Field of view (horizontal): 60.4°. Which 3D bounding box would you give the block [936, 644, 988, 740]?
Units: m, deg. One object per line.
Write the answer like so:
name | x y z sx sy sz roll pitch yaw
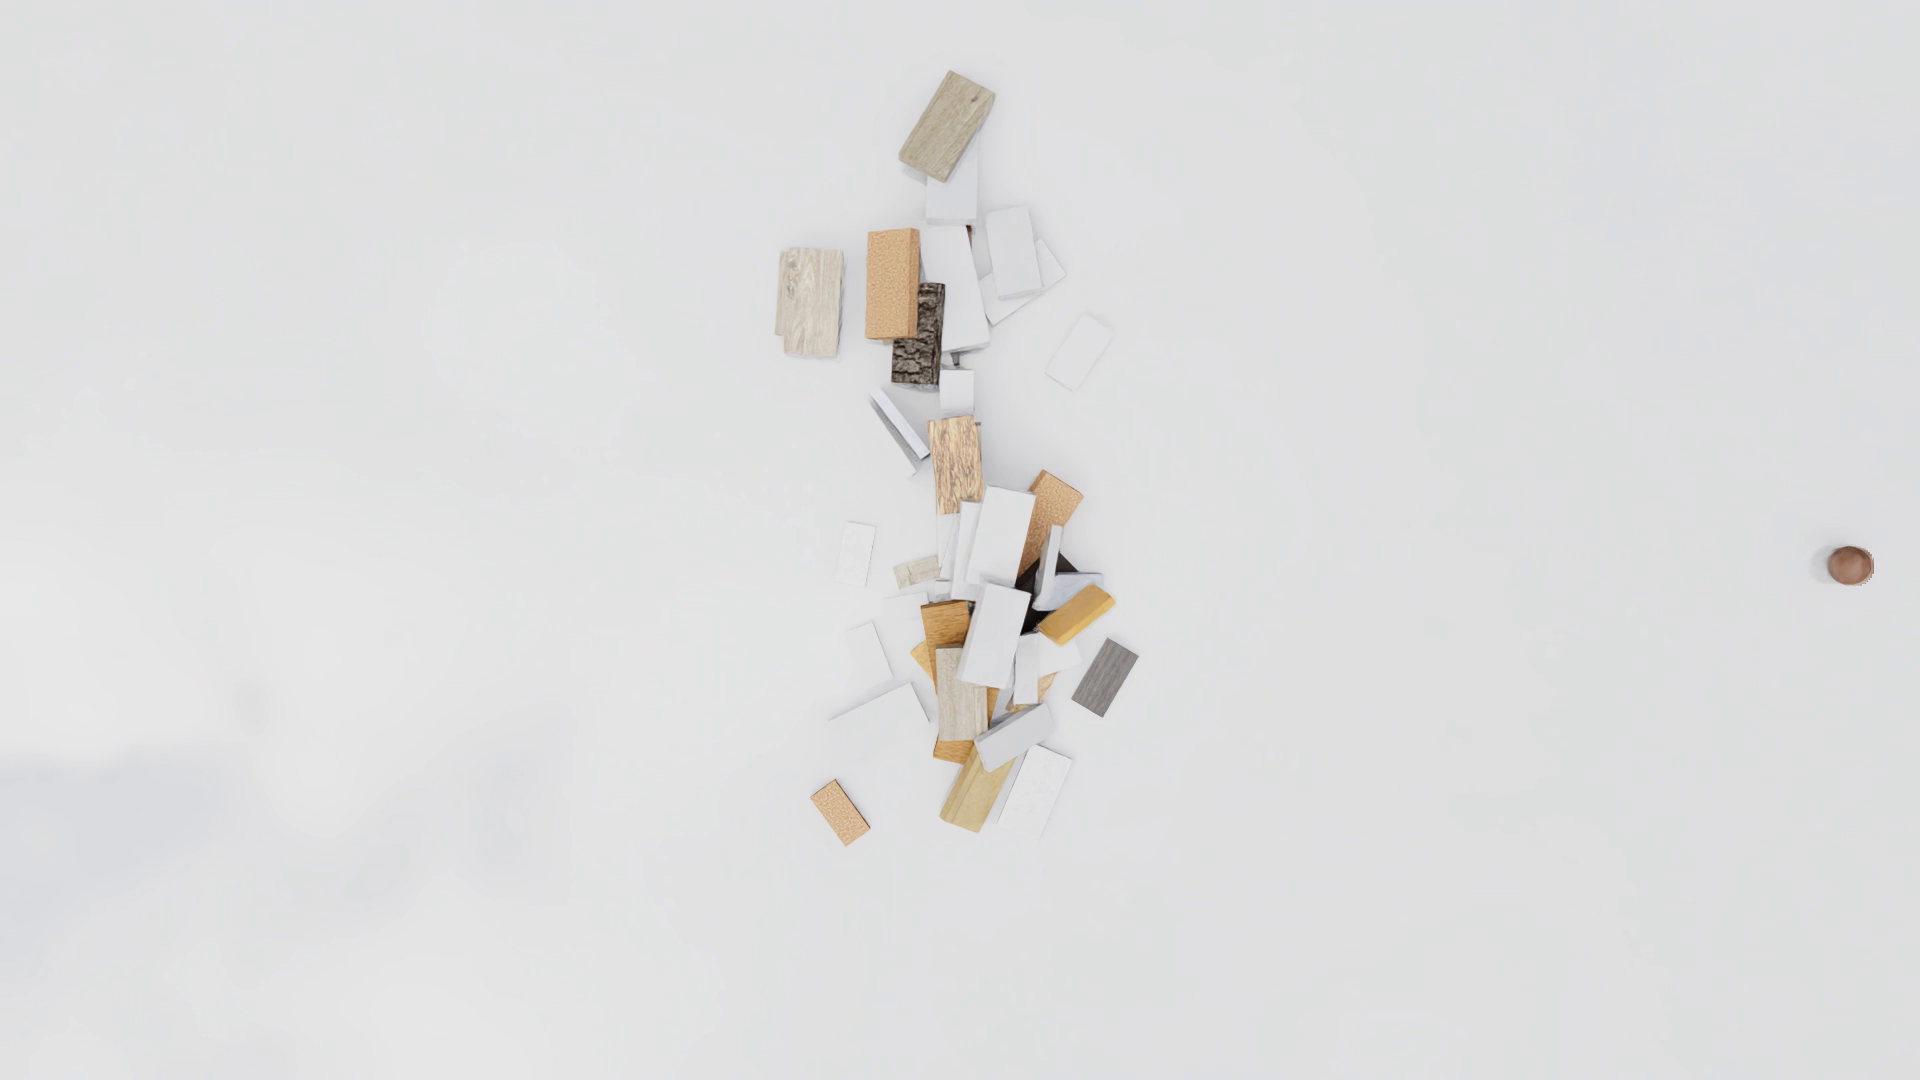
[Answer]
block | 0.007 0.495 5.365 0.158 0.045 0.317 -2 105 0

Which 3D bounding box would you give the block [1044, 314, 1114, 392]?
block | 0.395 -0.622 5.483 0.118 0.034 0.237 34 90 0

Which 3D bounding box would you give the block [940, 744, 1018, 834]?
block | 0.062 0.809 5.441 0.147 0.042 0.294 26 91 -32

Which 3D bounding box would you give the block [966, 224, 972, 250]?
block | -0.016 -0.990 5.484 0.110 0.031 0.220 0 90 0

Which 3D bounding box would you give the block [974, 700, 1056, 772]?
block | 0.181 0.643 5.414 0.270 0.034 0.119 -29 115 -21

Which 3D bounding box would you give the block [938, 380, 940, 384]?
block | -0.010 -0.446 5.448 0.108 0.031 0.216 -4 110 0

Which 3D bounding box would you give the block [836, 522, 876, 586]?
block | -0.347 0.047 5.486 0.101 0.029 0.202 10 90 0

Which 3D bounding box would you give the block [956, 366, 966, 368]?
block | -0.011 -0.521 5.492 0.058 0.016 0.115 3 90 0

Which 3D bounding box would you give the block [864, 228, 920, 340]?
block | -0.222 -0.835 5.388 0.175 0.049 0.349 2 90 35

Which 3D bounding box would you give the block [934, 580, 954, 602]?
block | -0.048 0.205 5.443 0.072 0.020 0.143 2 102 0

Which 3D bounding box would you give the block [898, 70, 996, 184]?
block | -0.042 -1.360 5.426 0.175 0.049 0.349 28 76 5

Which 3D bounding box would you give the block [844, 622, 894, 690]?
block | -0.303 0.384 5.486 0.101 0.029 0.202 -20 90 0

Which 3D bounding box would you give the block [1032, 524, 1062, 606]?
block | 0.281 0.082 5.296 0.034 0.118 0.237 13 68 -6

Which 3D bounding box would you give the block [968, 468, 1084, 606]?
block | 0.202 0.017 5.412 0.158 0.045 0.496 31 98 -21

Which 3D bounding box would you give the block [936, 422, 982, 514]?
block | -0.005 -0.235 5.421 0.153 0.043 0.306 -1 113 0

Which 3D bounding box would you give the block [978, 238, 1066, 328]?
block | 0.189 -0.854 5.479 0.294 0.042 0.147 -35 90 0

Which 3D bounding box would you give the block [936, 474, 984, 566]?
block | 0.003 -0.065 5.432 0.153 0.043 0.306 -1 108 0

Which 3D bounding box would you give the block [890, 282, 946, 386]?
block | -0.138 -0.675 5.391 0.163 0.046 0.327 7 95 35

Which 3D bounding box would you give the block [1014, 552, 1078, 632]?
block | 0.245 0.182 5.437 0.317 0.045 0.158 -46 124 0

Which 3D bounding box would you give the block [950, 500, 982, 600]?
block | 0.066 0.036 5.342 0.161 0.046 0.321 5 102 -8

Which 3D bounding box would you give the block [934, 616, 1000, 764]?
block | 0.046 0.500 5.412 0.152 0.043 0.494 14 104 -4

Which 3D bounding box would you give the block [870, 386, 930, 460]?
block | -0.197 -0.383 5.431 0.039 0.138 0.276 -38 90 0

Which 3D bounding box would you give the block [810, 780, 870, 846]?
block | -0.398 0.908 5.486 0.101 0.029 0.202 -36 90 0

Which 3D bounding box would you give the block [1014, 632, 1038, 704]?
block | 0.215 0.421 5.403 0.075 0.021 0.241 -2 106 -8

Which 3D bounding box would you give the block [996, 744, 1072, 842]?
block | 0.247 0.836 5.479 0.147 0.042 0.294 23 90 0

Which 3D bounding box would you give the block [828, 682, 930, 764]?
block | -0.270 0.605 5.479 0.303 0.043 0.152 -26 90 0

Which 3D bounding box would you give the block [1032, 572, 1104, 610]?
block | 0.356 0.169 5.423 0.239 0.034 0.119 0 102 -26

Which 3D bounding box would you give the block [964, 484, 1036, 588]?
block | 0.126 -0.008 5.292 0.161 0.046 0.321 11 101 -9

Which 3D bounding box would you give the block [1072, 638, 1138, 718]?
block | 0.482 0.457 5.483 0.119 0.034 0.238 31 90 0

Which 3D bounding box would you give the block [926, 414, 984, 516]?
block | -0.010 -0.244 5.335 0.153 0.043 0.306 -8 99 1

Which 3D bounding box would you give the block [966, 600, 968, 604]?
block | -0.005 0.160 5.490 0.072 0.020 0.143 2 90 0

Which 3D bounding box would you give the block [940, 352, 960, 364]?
block | -0.051 -0.694 5.453 0.110 0.031 0.220 3 90 0

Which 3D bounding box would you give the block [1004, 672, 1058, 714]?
block | 0.239 0.496 5.486 0.099 0.028 0.199 27 90 0

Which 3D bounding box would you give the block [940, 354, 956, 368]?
block | -0.043 -0.561 5.436 0.058 0.016 0.115 -19 104 6

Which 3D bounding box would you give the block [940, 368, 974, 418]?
block | -0.010 -0.449 5.387 0.108 0.031 0.216 0 104 0

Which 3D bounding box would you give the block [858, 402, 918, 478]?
block | -0.237 -0.326 5.431 0.039 0.138 0.276 -35 90 0

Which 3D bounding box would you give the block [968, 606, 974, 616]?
block | 0.037 0.311 5.467 0.084 0.024 0.167 16 94 -23

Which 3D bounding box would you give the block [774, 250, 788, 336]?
block | -0.536 -0.815 5.480 0.138 0.039 0.276 4 90 0

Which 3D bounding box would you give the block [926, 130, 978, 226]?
block | -0.025 -1.198 5.433 0.163 0.046 0.327 2 74 0

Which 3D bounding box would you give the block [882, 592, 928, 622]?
block | -0.178 0.222 5.489 0.149 0.021 0.075 -11 90 0

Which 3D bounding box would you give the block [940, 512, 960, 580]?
block | 0.008 0.024 5.423 0.099 0.028 0.227 14 108 -5

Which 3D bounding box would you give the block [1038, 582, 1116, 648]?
block | 0.379 0.242 5.362 0.237 0.118 0.034 -37 127 -13

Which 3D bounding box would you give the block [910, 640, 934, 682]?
block | -0.082 0.413 5.488 0.084 0.024 0.167 -40 90 0

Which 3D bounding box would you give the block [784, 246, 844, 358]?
block | -0.483 -0.783 5.436 0.175 0.049 0.349 3 90 0

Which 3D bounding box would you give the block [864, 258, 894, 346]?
block | -0.214 -0.806 5.479 0.147 0.042 0.294 -12 90 0

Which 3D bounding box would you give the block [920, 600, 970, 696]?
block | -0.030 0.350 5.415 0.152 0.043 0.303 -10 106 0

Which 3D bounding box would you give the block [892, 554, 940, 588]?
block | -0.141 0.107 5.489 0.149 0.021 0.075 -17 90 0

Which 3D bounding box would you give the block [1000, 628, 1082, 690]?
block | 0.240 0.379 5.432 0.294 0.042 0.147 -19 103 3

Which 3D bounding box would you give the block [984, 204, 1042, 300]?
block | 0.176 -0.948 5.440 0.147 0.042 0.294 -10 77 6

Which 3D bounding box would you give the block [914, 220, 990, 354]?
block | -0.024 -0.841 5.417 0.163 0.046 0.442 -12 82 0

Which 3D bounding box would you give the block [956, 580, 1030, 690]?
block | 0.107 0.305 5.282 0.161 0.046 0.321 14 93 -25
